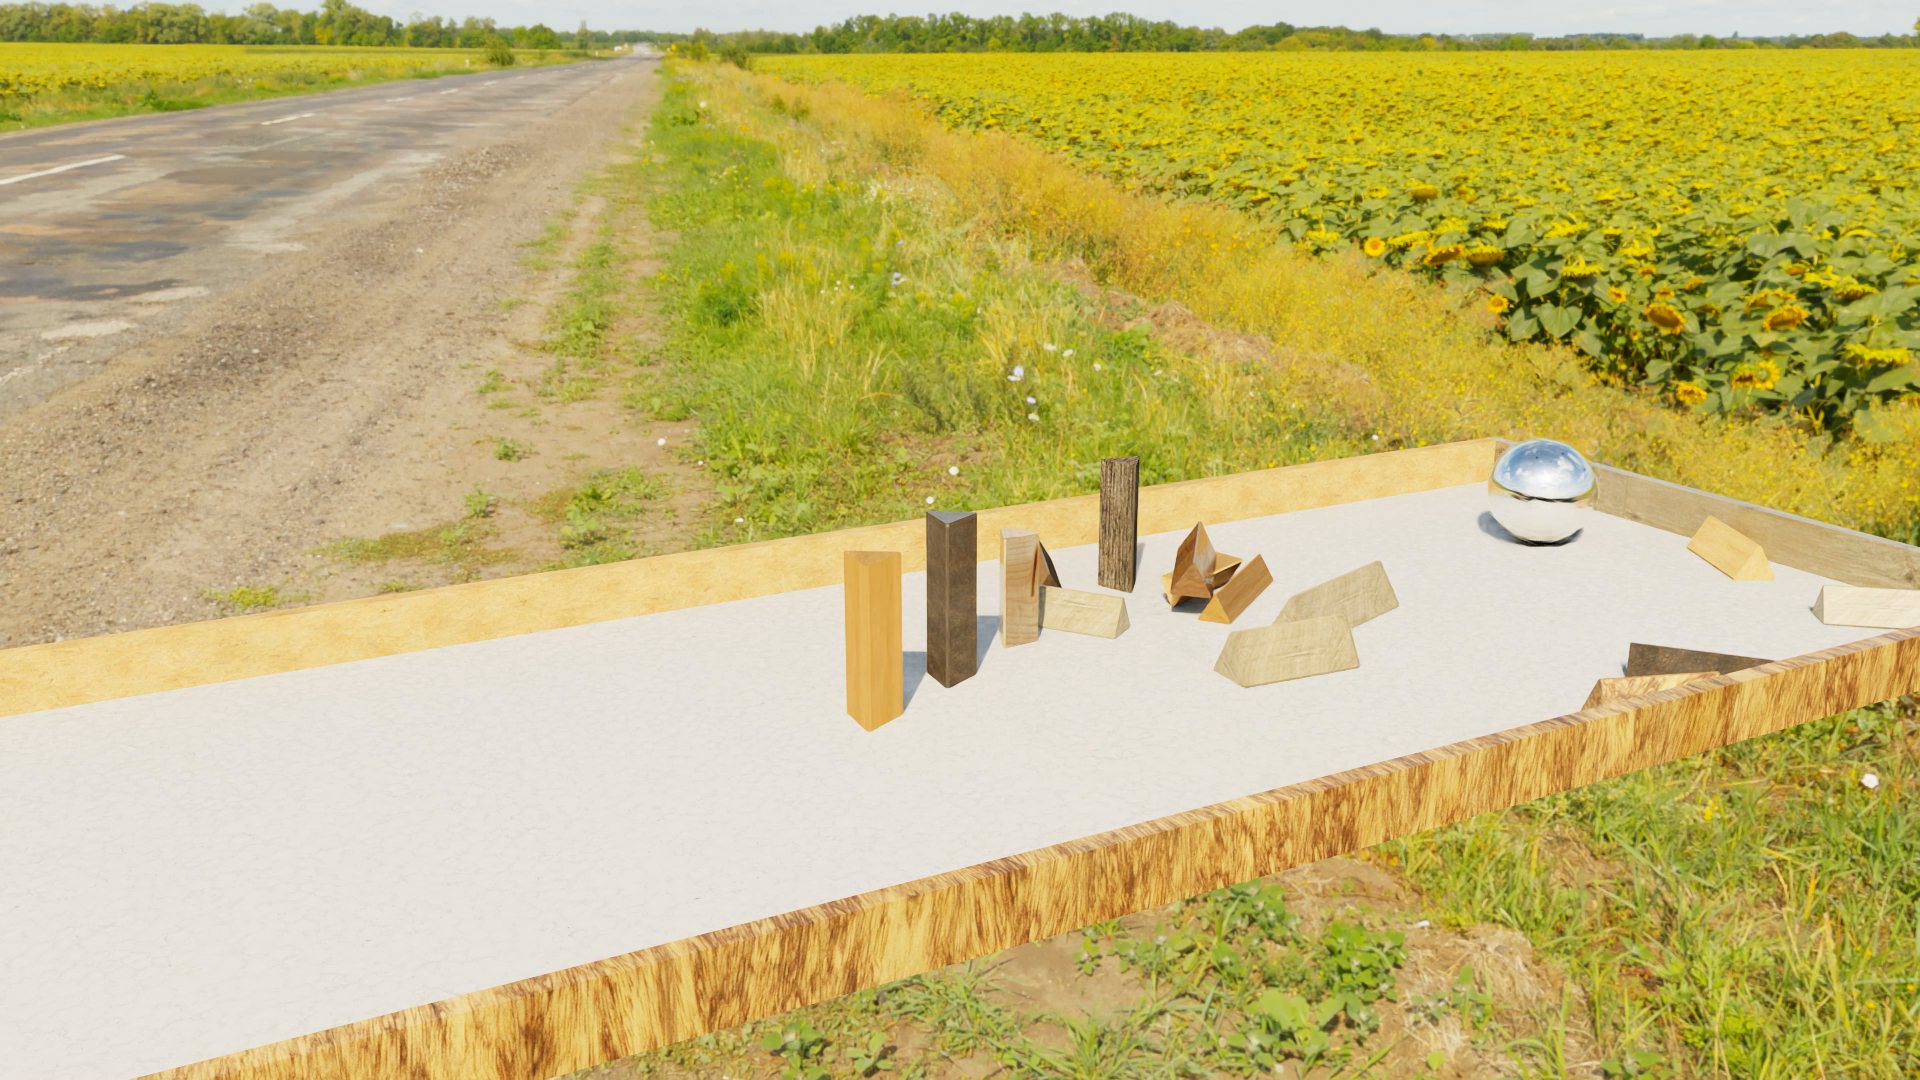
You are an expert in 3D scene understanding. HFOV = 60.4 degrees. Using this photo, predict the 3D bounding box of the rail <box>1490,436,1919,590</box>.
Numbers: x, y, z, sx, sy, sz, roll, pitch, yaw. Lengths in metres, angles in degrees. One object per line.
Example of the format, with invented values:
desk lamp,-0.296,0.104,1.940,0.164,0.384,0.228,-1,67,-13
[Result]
rail,2.466,-0.048,5.253,0.050,0.150,2.100,-9,18,-27

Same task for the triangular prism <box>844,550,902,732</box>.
triangular prism,-0.222,0.228,3.863,0.115,0.404,0.133,11,20,33

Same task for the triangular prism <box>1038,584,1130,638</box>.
triangular prism,0.306,0.185,4.539,0.306,0.100,0.116,8,18,26

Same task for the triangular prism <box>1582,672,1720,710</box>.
triangular prism,1.643,0.370,3.888,0.303,0.110,0.127,-3,17,-9

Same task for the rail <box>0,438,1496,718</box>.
rail,-3.305,0.497,3.399,12.000,0.150,0.050,-9,18,-27

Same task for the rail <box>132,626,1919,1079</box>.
rail,-2.336,1.006,1.665,12.000,0.150,0.050,-9,18,-27

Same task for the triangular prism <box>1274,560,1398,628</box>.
triangular prism,1.041,0.163,4.569,0.142,0.123,0.460,14,22,41

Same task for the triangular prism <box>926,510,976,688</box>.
triangular prism,-0.039,0.141,4.118,0.108,0.426,0.125,11,20,34

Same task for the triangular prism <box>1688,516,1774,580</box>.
triangular prism,2.380,0.020,5.086,0.123,0.107,0.339,0,16,0

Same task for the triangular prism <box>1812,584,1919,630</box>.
triangular prism,2.600,0.183,4.552,0.416,0.097,0.112,3,17,11

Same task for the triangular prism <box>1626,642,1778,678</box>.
triangular prism,1.892,0.322,4.107,0.424,0.082,0.095,7,18,22

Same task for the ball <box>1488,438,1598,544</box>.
ball,1.868,-0.157,5.294,0.335,0.335,0.335,0,16,0

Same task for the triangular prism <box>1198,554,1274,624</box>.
triangular prism,0.800,0.134,4.752,0.091,0.079,0.436,7,18,25

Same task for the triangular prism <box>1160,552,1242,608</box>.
triangular prism,0.695,0.098,4.805,0.081,0.094,0.308,46,37,20

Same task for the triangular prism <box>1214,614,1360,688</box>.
triangular prism,0.838,0.269,4.207,0.349,0.123,0.143,-7,18,-23

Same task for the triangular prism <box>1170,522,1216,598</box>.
triangular prism,0.673,0.049,4.716,0.111,0.097,0.384,6,19,9

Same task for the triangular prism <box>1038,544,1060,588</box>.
triangular prism,0.245,0.081,4.917,0.099,0.086,0.406,-1,16,-3

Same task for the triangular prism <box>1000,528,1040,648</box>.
triangular prism,0.136,0.123,4.401,0.112,0.302,0.097,-11,20,-33

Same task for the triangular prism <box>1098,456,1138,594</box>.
triangular prism,0.489,-0.051,4.846,0.121,0.384,0.105,14,21,39
